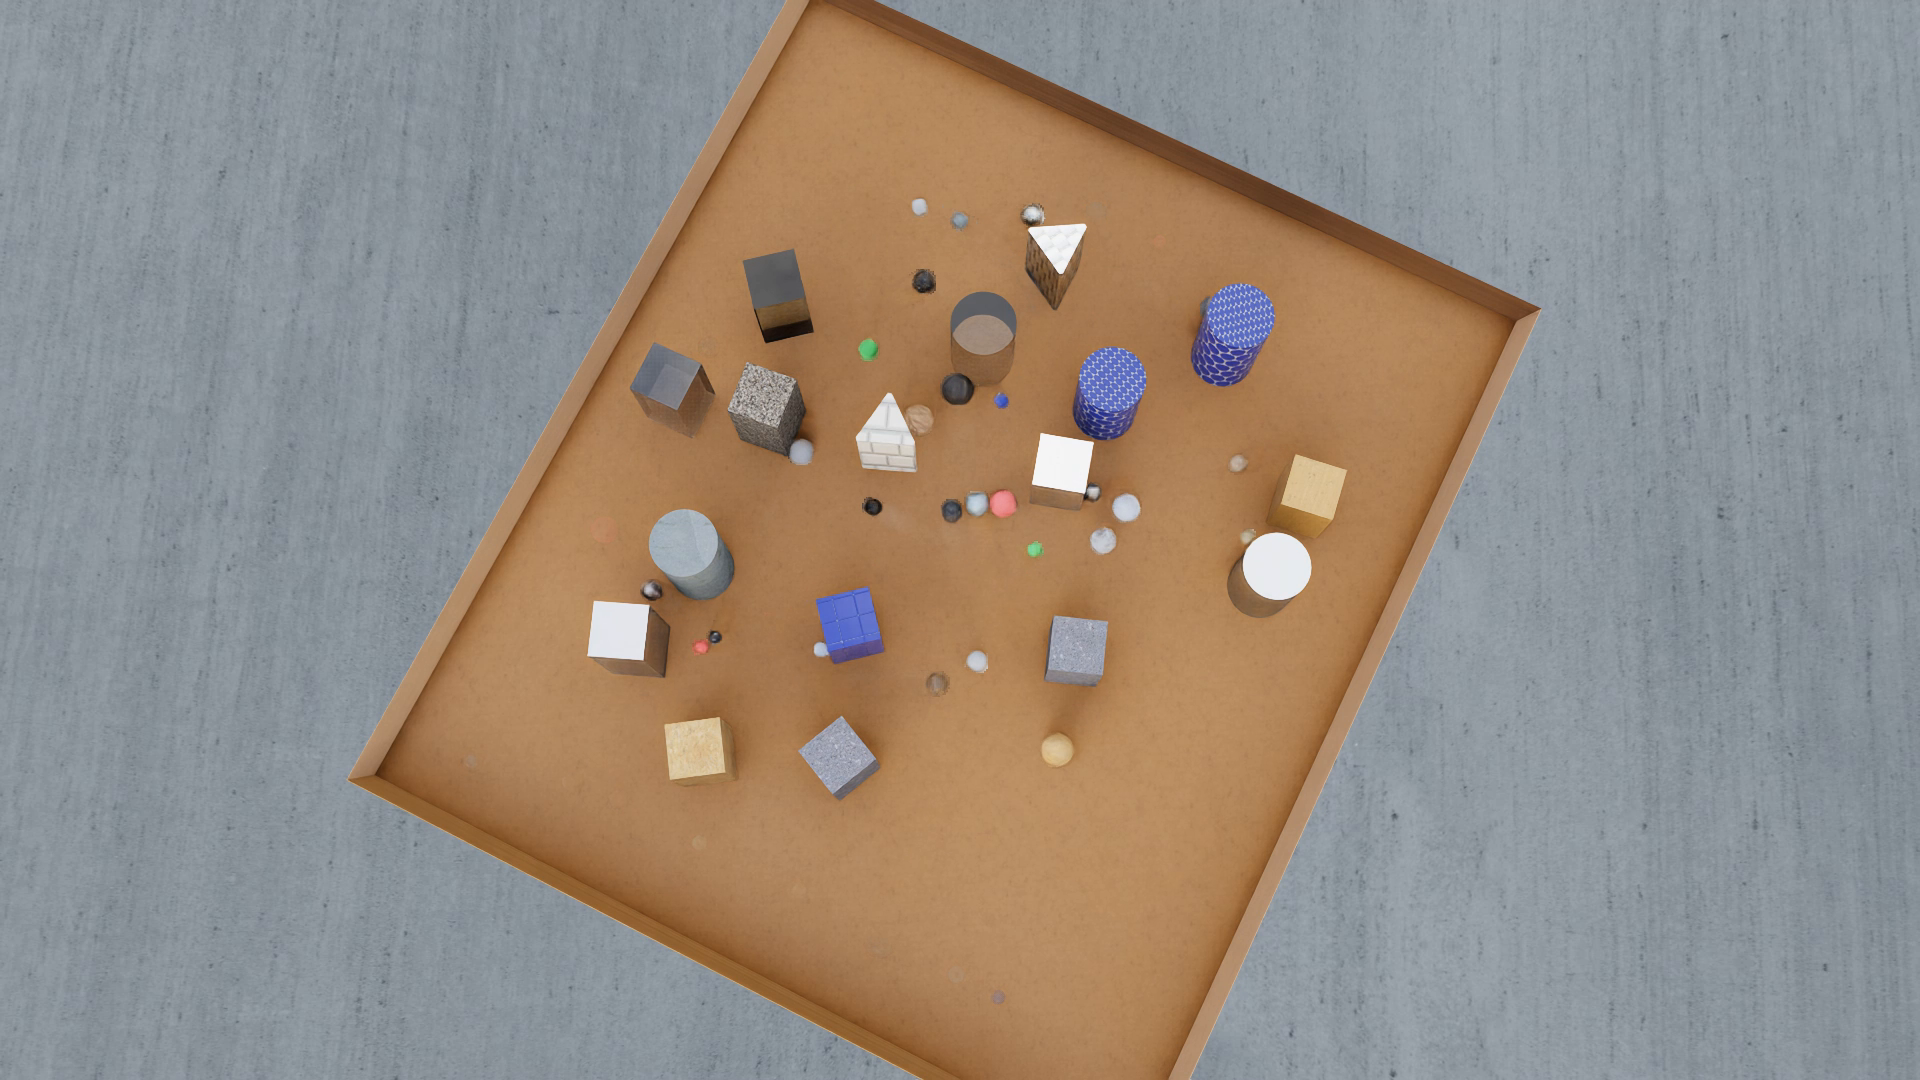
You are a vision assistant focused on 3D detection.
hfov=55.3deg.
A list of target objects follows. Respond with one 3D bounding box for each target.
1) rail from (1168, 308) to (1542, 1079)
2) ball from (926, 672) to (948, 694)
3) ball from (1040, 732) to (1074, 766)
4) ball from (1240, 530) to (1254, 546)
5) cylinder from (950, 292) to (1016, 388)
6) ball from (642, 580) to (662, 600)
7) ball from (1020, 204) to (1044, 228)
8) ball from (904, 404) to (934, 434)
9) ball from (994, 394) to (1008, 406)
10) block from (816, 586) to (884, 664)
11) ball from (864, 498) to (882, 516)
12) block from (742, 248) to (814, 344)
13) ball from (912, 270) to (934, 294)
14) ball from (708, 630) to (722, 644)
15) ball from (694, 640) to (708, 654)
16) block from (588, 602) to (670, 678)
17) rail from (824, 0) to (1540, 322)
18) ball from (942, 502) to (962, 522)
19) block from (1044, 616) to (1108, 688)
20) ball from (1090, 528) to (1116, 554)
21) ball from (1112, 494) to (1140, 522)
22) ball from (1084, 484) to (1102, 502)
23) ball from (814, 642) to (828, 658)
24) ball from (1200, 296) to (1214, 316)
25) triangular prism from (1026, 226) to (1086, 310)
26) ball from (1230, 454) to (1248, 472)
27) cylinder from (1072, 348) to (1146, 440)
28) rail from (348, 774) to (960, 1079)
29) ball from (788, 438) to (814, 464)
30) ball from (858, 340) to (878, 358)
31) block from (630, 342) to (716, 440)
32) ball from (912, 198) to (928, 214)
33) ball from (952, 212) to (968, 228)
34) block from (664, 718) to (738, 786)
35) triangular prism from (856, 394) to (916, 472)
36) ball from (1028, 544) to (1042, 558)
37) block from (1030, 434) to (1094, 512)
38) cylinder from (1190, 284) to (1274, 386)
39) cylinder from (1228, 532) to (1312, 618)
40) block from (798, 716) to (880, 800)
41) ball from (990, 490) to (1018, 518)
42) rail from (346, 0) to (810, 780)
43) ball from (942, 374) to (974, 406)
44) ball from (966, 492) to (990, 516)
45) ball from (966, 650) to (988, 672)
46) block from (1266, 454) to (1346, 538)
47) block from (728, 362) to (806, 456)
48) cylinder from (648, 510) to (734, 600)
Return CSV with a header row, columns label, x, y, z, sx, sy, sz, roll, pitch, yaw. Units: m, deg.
label,x,y,z,sx,sy,sz,roll,pitch,yaw
rail,1.122,0.556,5.435,0.045,0.128,2.890,26,80,5
ball,-0.069,0.430,5.494,0.065,0.065,0.065,0,78,0
ball,0.289,0.622,5.438,0.098,0.098,0.098,0,78,0
ball,0.877,-0.007,5.594,0.047,0.047,0.047,0,78,0
cylinder,0.070,-0.607,5.572,0.196,0.332,0.196,0,78,0
ball,-0.931,0.153,5.554,0.061,0.061,0.061,0,78,0
ball,0.227,-1.024,5.791,0.073,0.073,0.073,0,78,0
ball,-0.128,-0.371,5.645,0.094,0.094,0.094,0,78,0
ball,0.128,-0.435,5.685,0.043,0.043,0.043,0,78,0
block,-0.323,0.255,5.426,0.157,0.269,0.157,-14,79,-3
ball,-0.266,-0.100,5.610,0.053,0.053,0.053,0,78,0
block,-0.552,-0.742,5.603,0.157,0.328,0.157,-13,79,-3
ball,-0.114,-0.809,5.748,0.071,0.071,0.071,0,78,0
ball,-0.740,0.294,5.535,0.041,0.041,0.041,0,78,0
ball,-0.780,0.322,5.529,0.041,0.041,0.041,0,78,0
block,-0.963,0.294,5.357,0.157,0.389,0.157,4,78,1
rail,0.636,-1.238,5.807,2.557,0.128,0.045,26,80,5
ball,-0.025,-0.086,5.601,0.065,0.065,0.065,0,78,0
block,0.340,0.331,5.408,0.157,0.274,0.157,6,78,1
ball,0.437,0.001,5.576,0.078,0.078,0.078,0,78,0
ball,0.508,-0.100,5.595,0.084,0.084,0.084,0,78,0
ball,0.406,-0.144,5.617,0.057,0.057,0.057,0,78,0
ball,-0.417,0.331,5.524,0.048,0.048,0.048,0,78,0
ball,0.786,-0.724,5.729,0.073,0.073,0.073,0,78,0
triangular prism,0.314,-0.865,5.623,0.147,0.337,0.170,-33,80,-6
ball,0.858,-0.235,5.637,0.055,0.055,0.055,0,78,0
cylinder,0.448,-0.438,5.537,0.196,0.334,0.196,0,78,0
rail,-0.636,1.252,5.291,2.557,0.128,0.045,26,80,5
ball,-0.488,-0.274,5.635,0.076,0.076,0.076,0,78,0
ball,-0.285,-0.595,5.709,0.061,0.061,0.061,0,78,0
block,-0.864,-0.448,5.541,0.157,0.330,0.157,25,79,5
ball,-0.128,-1.057,5.810,0.051,0.051,0.051,0,78,0
ball,0.002,-1.012,5.801,0.050,0.050,0.050,0,78,0
block,-0.752,0.620,5.339,0.157,0.293,0.157,-7,78,-2
triangular prism,-0.212,-0.325,5.513,0.170,0.334,0.147,5,78,1
ball,0.226,0.032,5.588,0.043,0.043,0.043,0,78,0
block,0.304,-0.201,5.529,0.157,0.253,0.157,10,78,2
cylinder,0.820,-0.614,5.540,0.196,0.398,0.196,0,78,0
cylinder,0.912,0.108,5.428,0.196,0.325,0.196,0,78,0
block,-0.347,0.638,5.326,0.157,0.311,0.157,-39,81,-7
ball,0.133,-0.110,5.597,0.084,0.084,0.084,0,78,0
rail,-1.122,-0.543,5.663,0.045,0.128,2.890,26,80,5
ball,-0.005,-0.462,5.649,0.097,0.097,0.097,0,78,0
ball,0.053,-0.109,5.602,0.074,0.074,0.074,0,78,0
ball,0.051,0.364,5.510,0.062,0.062,0.062,0,78,0
block,1.038,-0.128,5.505,0.157,0.270,0.157,18,79,4
block,-0.579,-0.390,5.524,0.157,0.339,0.157,20,79,4
cylinder,-0.787,0.048,5.404,0.196,0.396,0.196,0,78,0
